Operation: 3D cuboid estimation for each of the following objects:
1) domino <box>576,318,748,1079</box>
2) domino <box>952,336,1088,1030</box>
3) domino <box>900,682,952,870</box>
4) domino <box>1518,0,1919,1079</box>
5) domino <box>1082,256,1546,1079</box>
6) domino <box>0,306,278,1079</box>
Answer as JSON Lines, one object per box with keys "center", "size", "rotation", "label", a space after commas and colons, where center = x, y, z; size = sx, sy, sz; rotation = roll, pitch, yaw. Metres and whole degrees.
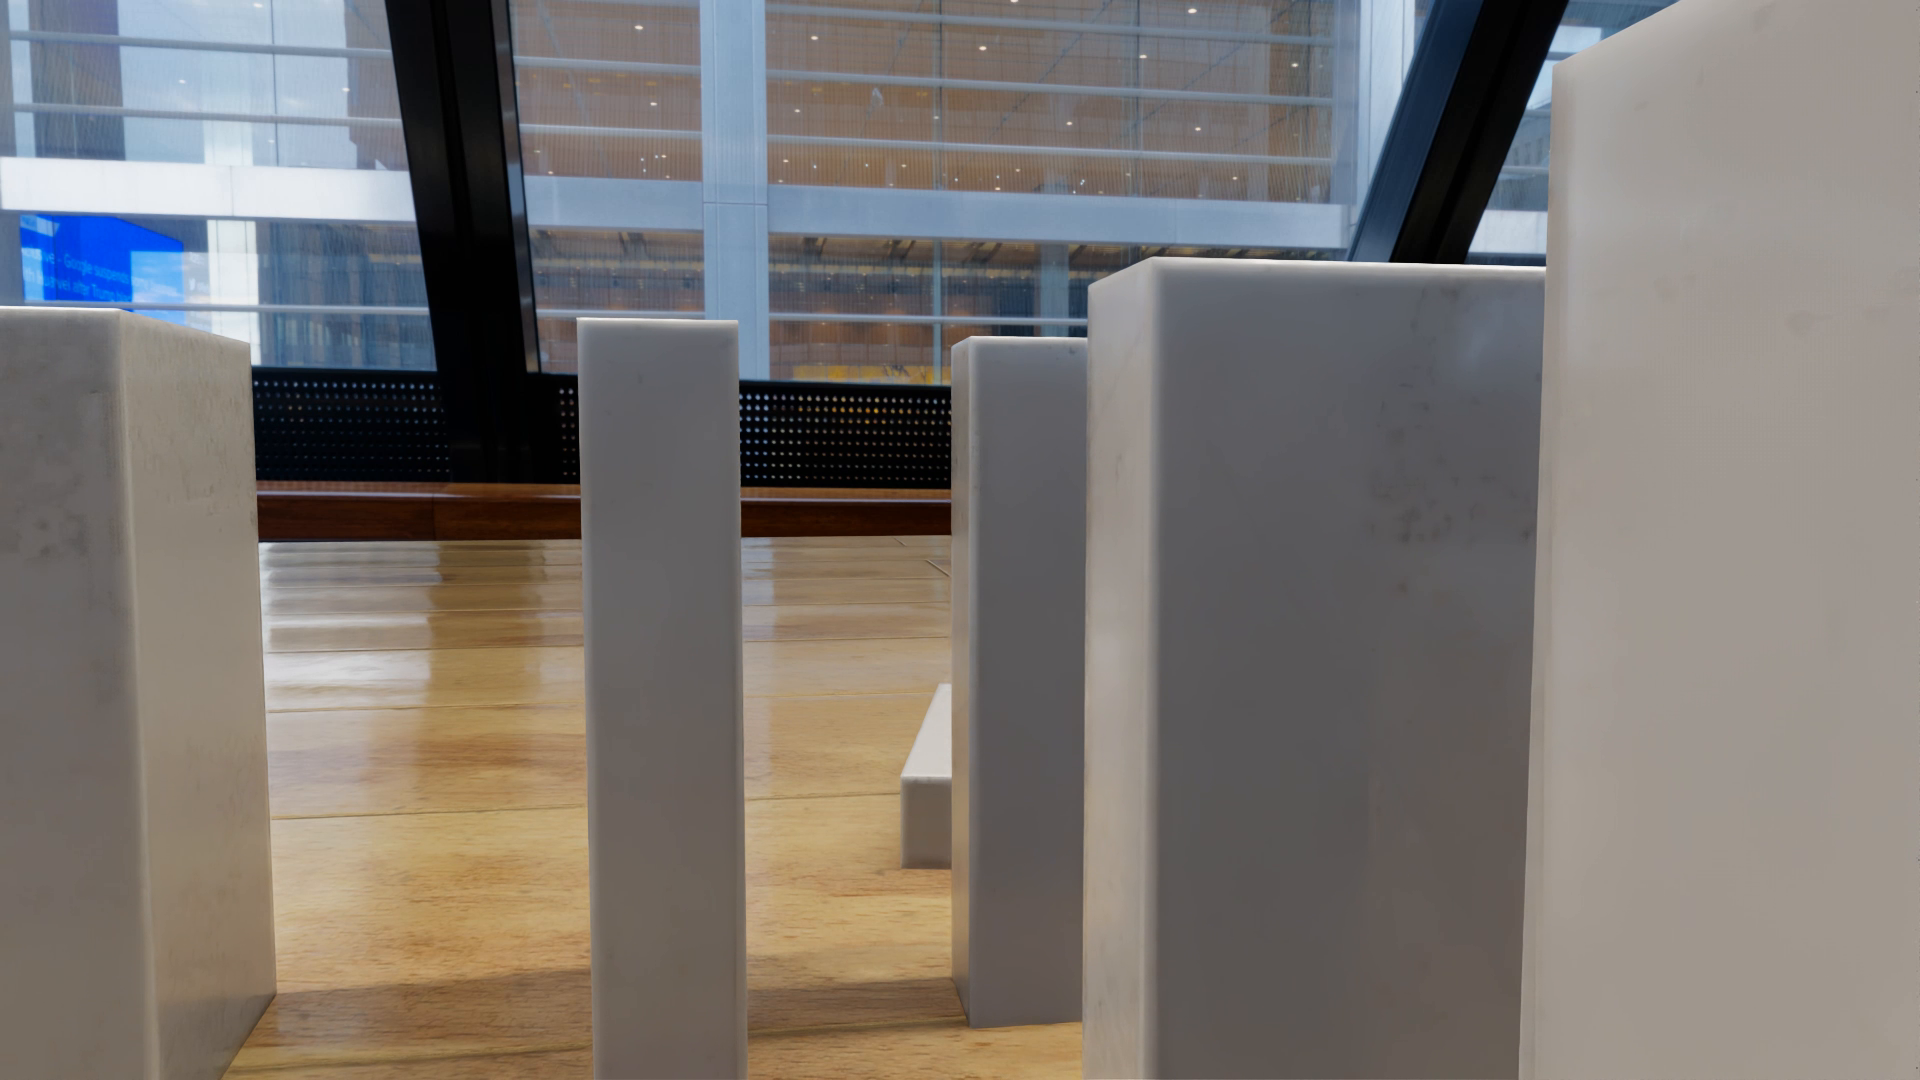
{"center": [-0.020, 0.011, 0.091], "size": [0.010, 0.050, 0.025], "rotation": [-1, 4, -11], "label": "domino"}
{"center": [0.012, 0.010, 0.098], "size": [0.025, 0.050, 0.010], "rotation": [-1, 4, -9], "label": "domino"}
{"center": [0.008, 0.026, 0.152], "size": [0.025, 0.010, 0.050], "rotation": [0, 4, 4], "label": "domino"}
{"center": [0.025, 0.016, 0.024], "size": [0.025, 0.050, 0.009], "rotation": [-1, 4, -7], "label": "domino"}
{"center": [0.019, 0.013, 0.060], "size": [0.025, 0.050, 0.009], "rotation": [-1, 4, -10], "label": "domino"}
{"center": [-0.054, 0.011, 0.084], "size": [0.010, 0.050, 0.025], "rotation": [-1, 4, -14], "label": "domino"}
